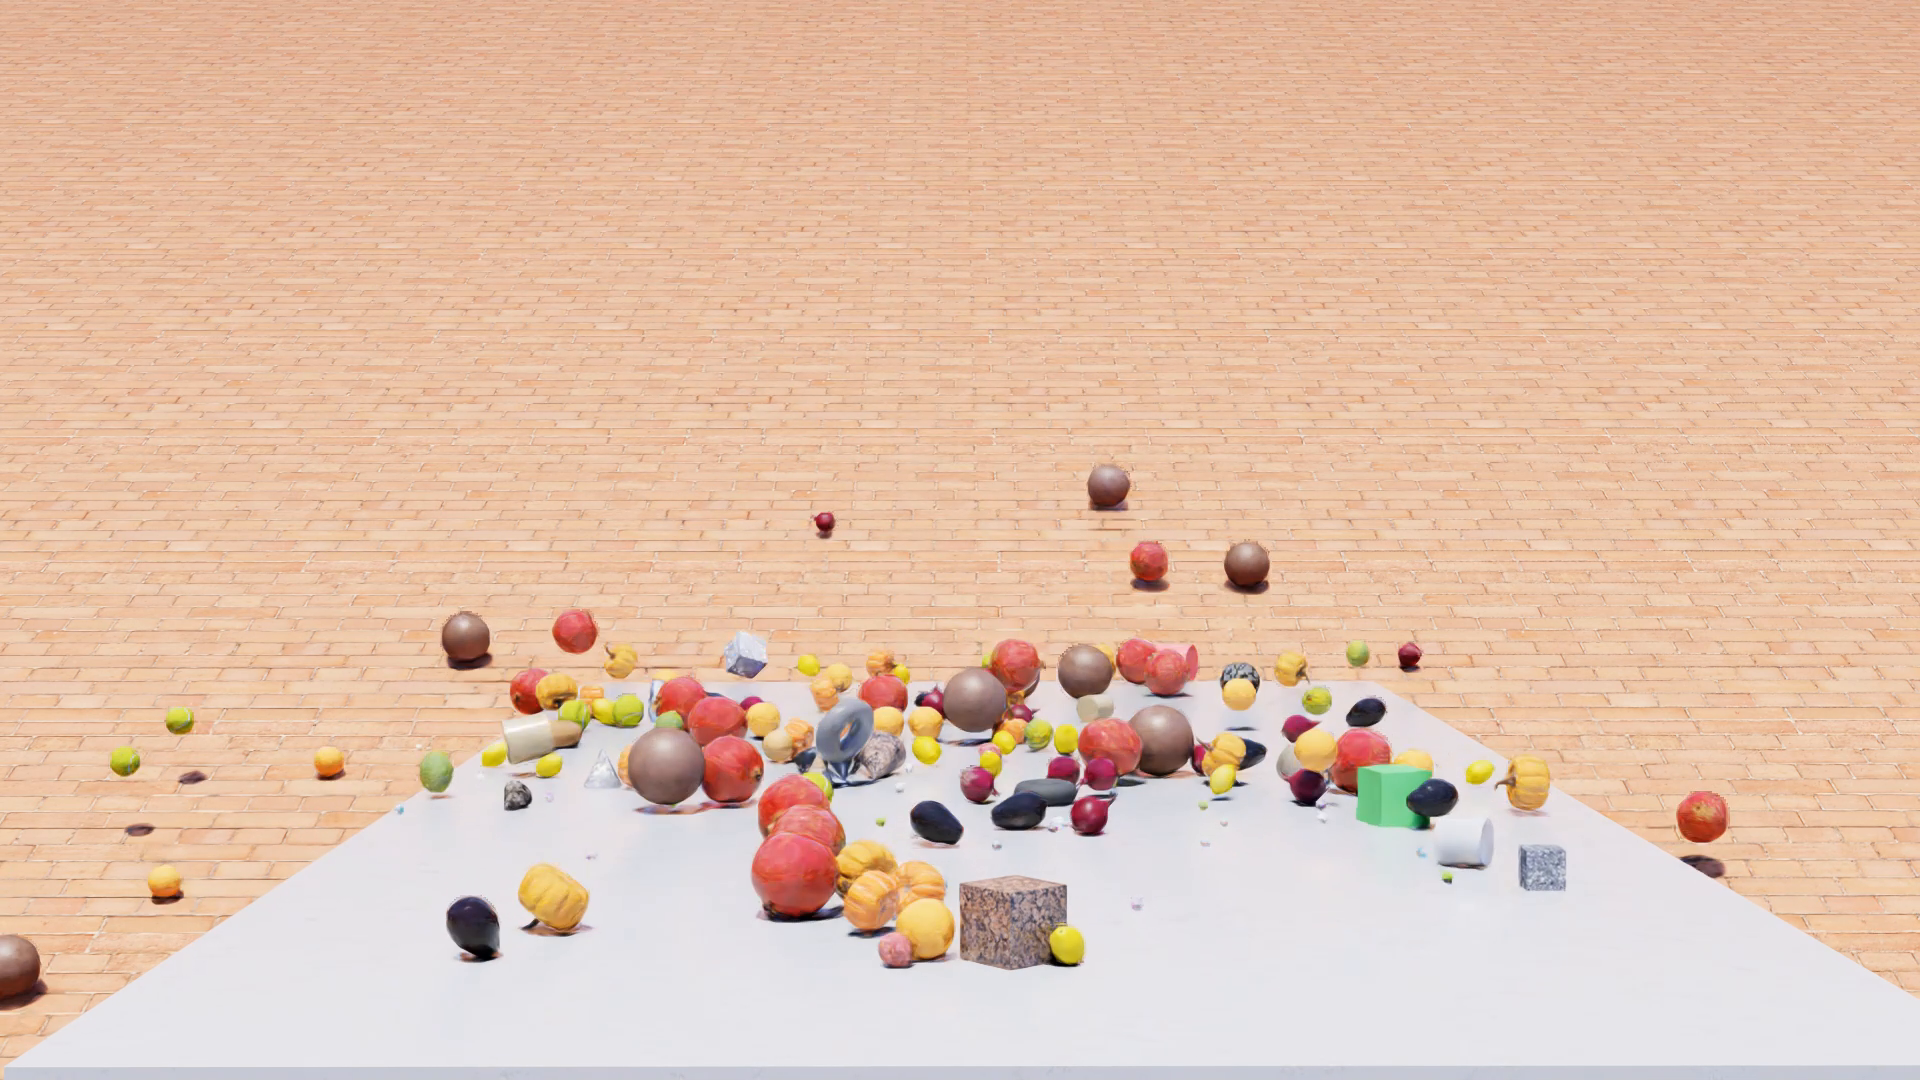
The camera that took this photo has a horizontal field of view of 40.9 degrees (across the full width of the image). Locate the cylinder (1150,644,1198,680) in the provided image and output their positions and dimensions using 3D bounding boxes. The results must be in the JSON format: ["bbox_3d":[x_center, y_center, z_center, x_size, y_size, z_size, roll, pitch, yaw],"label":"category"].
[{"bbox_3d":[0.545,0.312,6.543,0.093,0.093,0.093,-2,20,29],"label":"cylinder"}]

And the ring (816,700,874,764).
[{"bbox_3d":[-0.204,0.339,4.568,0.126,0.126,0.042,-21,41,-39],"label":"ring"}]

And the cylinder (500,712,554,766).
[{"bbox_3d":[-0.792,0.363,4.714,0.082,0.082,0.082,-12,26,-14],"label":"cylinder"}]

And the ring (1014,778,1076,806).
[{"bbox_3d":[0.145,0.428,4.368,0.108,0.036,0.108,-1,3,0],"label":"ring"}]

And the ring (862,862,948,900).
[{"bbox_3d":[-0.074,0.462,3.489,0.118,0.039,0.118,1,2,0],"label":"ring"}]

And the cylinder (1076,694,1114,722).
[{"bbox_3d":[0.296,0.367,5.623,0.059,0.059,0.059,21,15,39],"label":"cylinder"}]

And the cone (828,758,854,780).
[{"bbox_3d":[-0.212,0.423,4.672,0.050,0.050,0.050,-4,32,-9],"label":"cone"}]

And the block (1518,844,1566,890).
[{"bbox_3d":[0.802,0.451,3.546,0.054,0.054,0.054,0,2,1],"label":"block"}]

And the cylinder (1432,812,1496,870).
[{"bbox_3d":[0.729,0.436,3.720,0.069,0.069,0.069,15,28,26],"label":"cylinder"}]

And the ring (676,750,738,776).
[{"bbox_3d":[-0.466,0.412,4.759,0.116,0.039,0.116,-1,1,0],"label":"ring"}]

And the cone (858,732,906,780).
[{"bbox_3d":[-0.150,0.412,4.695,0.092,0.092,0.092,3,29,7],"label":"cone"}]

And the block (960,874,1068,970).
[{"bbox_3d":[0.063,0.453,3.054,0.091,0.091,0.091,-2,3,-41],"label":"block"}]

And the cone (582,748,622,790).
[{"bbox_3d":[-0.635,0.403,4.573,0.071,0.071,0.071,0,2,0],"label":"cone"}]

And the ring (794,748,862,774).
[{"bbox_3d":[-0.244,0.409,4.776,0.127,0.042,0.127,-1,3,0],"label":"ring"}]

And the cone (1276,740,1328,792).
[{"bbox_3d":[0.618,0.418,4.530,0.096,0.096,0.096,-5,30,-11],"label":"cone"}]

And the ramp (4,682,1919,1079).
[{"bbox_3d":[0.054,0.489,4.541,2.000,0.100,4.000,0,2,0],"label":"ramp"}]

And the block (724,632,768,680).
[{"bbox_3d":[-0.550,0.296,6.604,0.078,0.078,0.078,18,45,-29],"label":"block"}]

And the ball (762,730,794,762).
[{"bbox_3d":[-0.348,0.391,4.908,0.060,0.060,0.060,0,23,0],"label":"ball"}]

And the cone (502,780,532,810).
[{"bbox_3d":[-0.749,0.438,4.291,0.053,0.053,0.053,13,50,28],"label":"cone"}]

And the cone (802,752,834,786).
[{"bbox_3d":[-0.253,0.408,4.604,0.058,0.058,0.058,0,2,0],"label":"cone"}]

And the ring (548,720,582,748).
[{"bbox_3d":[-0.832,0.391,5.172,0.146,0.049,0.146,-1,2,0],"label":"ring"}]

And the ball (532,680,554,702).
[{"bbox_3d":[-1.026,0.372,6.336,0.055,0.055,0.055,0,23,0],"label":"ball"}]

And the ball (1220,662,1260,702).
[{"bbox_3d":[0.658,0.332,6.047,0.093,0.093,0.093,0,23,0],"label":"ball"}]

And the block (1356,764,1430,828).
[{"bbox_3d":[0.697,0.411,4.141,0.087,0.087,0.087,-1,2,-17],"label":"block"}]

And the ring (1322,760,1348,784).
[{"bbox_3d":[0.646,0.418,4.642,0.104,0.035,0.104,-1,3,0],"label":"ring"}]
